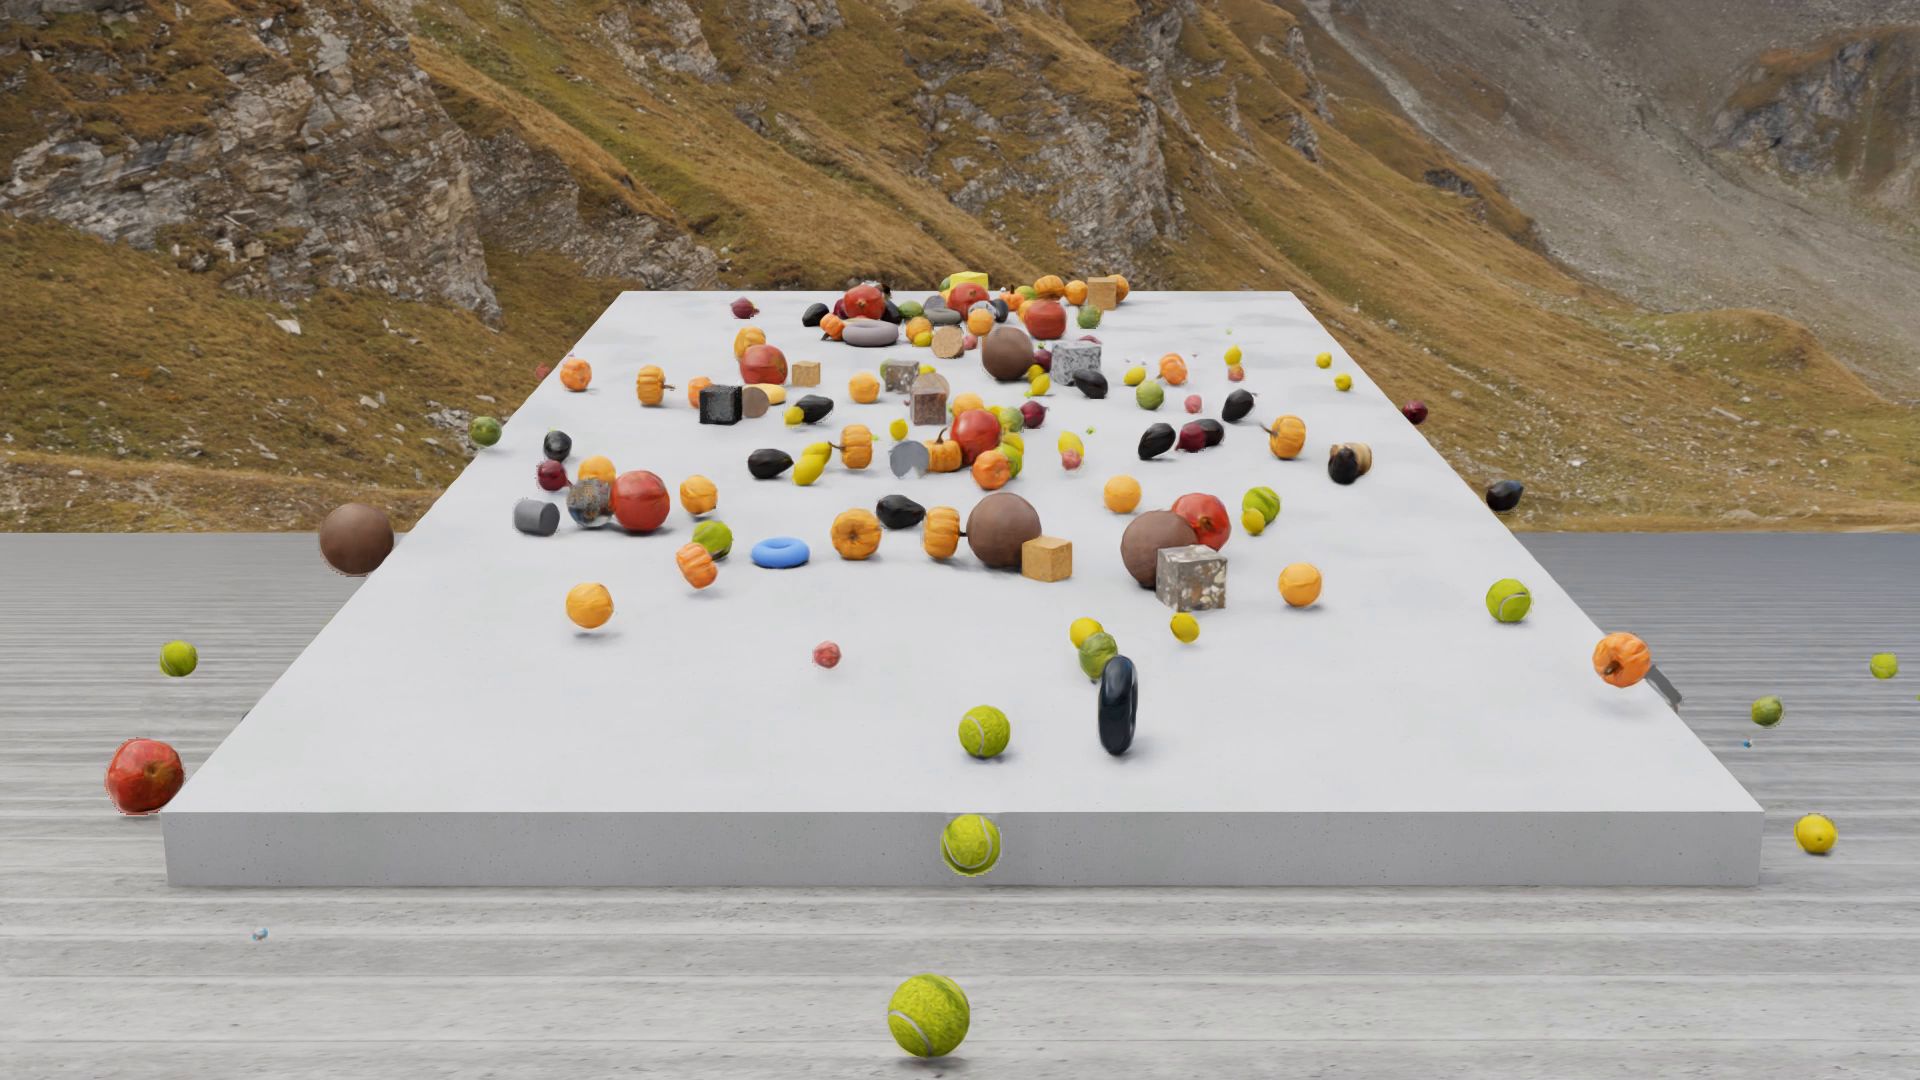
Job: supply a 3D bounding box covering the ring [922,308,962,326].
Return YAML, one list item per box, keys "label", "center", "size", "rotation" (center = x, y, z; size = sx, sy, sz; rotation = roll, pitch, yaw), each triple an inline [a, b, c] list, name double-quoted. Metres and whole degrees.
- label: "ring"
  center: [-0.050, -0.613, 6.061]
  size: [0.107, 0.036, 0.107]
  rotation: [5, 15, -1]

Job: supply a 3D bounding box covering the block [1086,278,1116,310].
- label: "block"
  center: [0.405, -0.704, 6.300]
  size: [0.082, 0.082, 0.082]
  rotation: [1, 16, 4]

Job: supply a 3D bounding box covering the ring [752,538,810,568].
- label: "ring"
  center: [-0.310, 0.022, 3.811]
  size: [0.102, 0.034, 0.102]
  rotation: [-1, 16, 0]

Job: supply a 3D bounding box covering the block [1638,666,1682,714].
- label: "block"
  center: [1.447, 0.341, 4.639]
  size: [0.092, 0.092, 0.092]
  rotation: [-27, -34, -10]

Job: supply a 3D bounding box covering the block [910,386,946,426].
- label: "block"
  center: [-0.071, -0.296, 4.870]
  size: [0.071, 0.071, 0.071]
  rotation: [-2, 16, -8]

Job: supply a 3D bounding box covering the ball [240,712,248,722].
- label: "ball"
  center: [-1.521, 0.395, 4.746]
  size: [0.056, 0.056, 0.056]
  rotation: [0, 0, 0]

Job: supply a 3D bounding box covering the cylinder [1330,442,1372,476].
- label: "cylinder"
  center: [0.783, -0.163, 4.414]
  size: [0.063, 0.063, 0.063]
  rotation: [-4, 1, -17]

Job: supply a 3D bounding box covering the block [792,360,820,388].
- label: "block"
  center: [-0.367, -0.396, 5.259]
  size: [0.052, 0.052, 0.052]
  rotation: [5, 16, 17]

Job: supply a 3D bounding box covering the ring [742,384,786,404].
- label: "ring"
  center: [-0.453, -0.335, 5.077]
  size: [0.105, 0.035, 0.105]
  rotation: [0, 17, 0]

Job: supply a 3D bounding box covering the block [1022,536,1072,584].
- label: "block"
  center: [0.148, 0.032, 3.724]
  size: [0.060, 0.060, 0.060]
  rotation: [12, 20, 37]

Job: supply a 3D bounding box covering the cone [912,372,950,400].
- label: "cone"
  center: [-0.071, -0.333, 5.061]
  size: [0.087, 0.087, 0.087]
  rotation: [0, -11, -7]

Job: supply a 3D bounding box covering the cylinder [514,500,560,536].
- label: "cylinder"
  center: [-0.765, -0.041, 3.980]
  size: [0.059, 0.059, 0.059]
  rotation: [7, 4, 27]

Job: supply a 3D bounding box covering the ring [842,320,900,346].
- label: "ring"
  center: [-0.235, -0.542, 5.783]
  size: [0.150, 0.050, 0.150]
  rotation: [-1, 16, 0]

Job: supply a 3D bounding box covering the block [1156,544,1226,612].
- label: "block"
  center: [0.375, 0.062, 3.574]
  size: [0.084, 0.084, 0.084]
  rotation: [-5, 17, -18]

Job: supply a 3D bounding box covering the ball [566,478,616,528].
- label: "ball"
  center: [-0.673, -0.068, 4.024]
  size: [0.090, 0.090, 0.090]
  rotation: [0, 0, 0]

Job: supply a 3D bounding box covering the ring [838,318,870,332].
- label: "ring"
  center: [-0.268, -0.569, 5.904]
  size: [0.114, 0.038, 0.114]
  rotation: [1, 15, 0]

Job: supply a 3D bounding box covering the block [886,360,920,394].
- label: "block"
  center: [-0.136, -0.386, 5.200]
  size: [0.065, 0.065, 0.065]
  rotation: [4, 16, 14]

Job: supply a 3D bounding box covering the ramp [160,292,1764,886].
- label: "ramp"
  center: [-0.002, -0.155, 4.685]
  size: [2.000, 0.100, 4.000]
  rotation: [0, 16, 0]

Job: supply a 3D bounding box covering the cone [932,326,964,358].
- label: "cone"
  center: [-0.011, -0.493, 5.627]
  size: [0.089, 0.089, 0.089]
  rotation: [0, -13, 29]

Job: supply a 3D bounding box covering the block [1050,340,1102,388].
- label: "block"
  center: [0.278, -0.424, 5.284]
  size: [0.093, 0.093, 0.093]
  rotation: [-5, 16, -16]

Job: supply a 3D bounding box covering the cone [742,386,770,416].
- label: "cone"
  center: [-0.469, -0.300, 4.955]
  size: [0.072, 0.072, 0.072]
  rotation: [0, -17, -16]

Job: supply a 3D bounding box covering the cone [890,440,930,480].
- label: "cone"
  center: [-0.095, -0.150, 4.414]
  size: [0.082, 0.082, 0.082]
  rotation: [0, -11, 7]

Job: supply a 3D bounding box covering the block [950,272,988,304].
- label: "block"
  center: [0.026, -0.736, 6.424]
  size: [0.077, 0.077, 0.077]
  rotation: [12, 19, 36]

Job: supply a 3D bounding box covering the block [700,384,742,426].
- label: "block"
  center: [-0.529, -0.298, 4.873]
  size: [0.073, 0.073, 0.073]
  rotation: [4, 16, 14]

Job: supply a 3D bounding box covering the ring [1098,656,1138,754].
- label: "ring"
  center: [0.211, 0.219, 2.936]
  size: [0.044, 0.131, 0.131]
  rotation: [3, 1, 10]

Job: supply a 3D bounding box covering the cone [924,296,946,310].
- label: "cone"
  center: [-0.060, -0.644, 6.181]
  size: [0.068, 0.068, 0.068]
  rotation: [0, -12, 18]
